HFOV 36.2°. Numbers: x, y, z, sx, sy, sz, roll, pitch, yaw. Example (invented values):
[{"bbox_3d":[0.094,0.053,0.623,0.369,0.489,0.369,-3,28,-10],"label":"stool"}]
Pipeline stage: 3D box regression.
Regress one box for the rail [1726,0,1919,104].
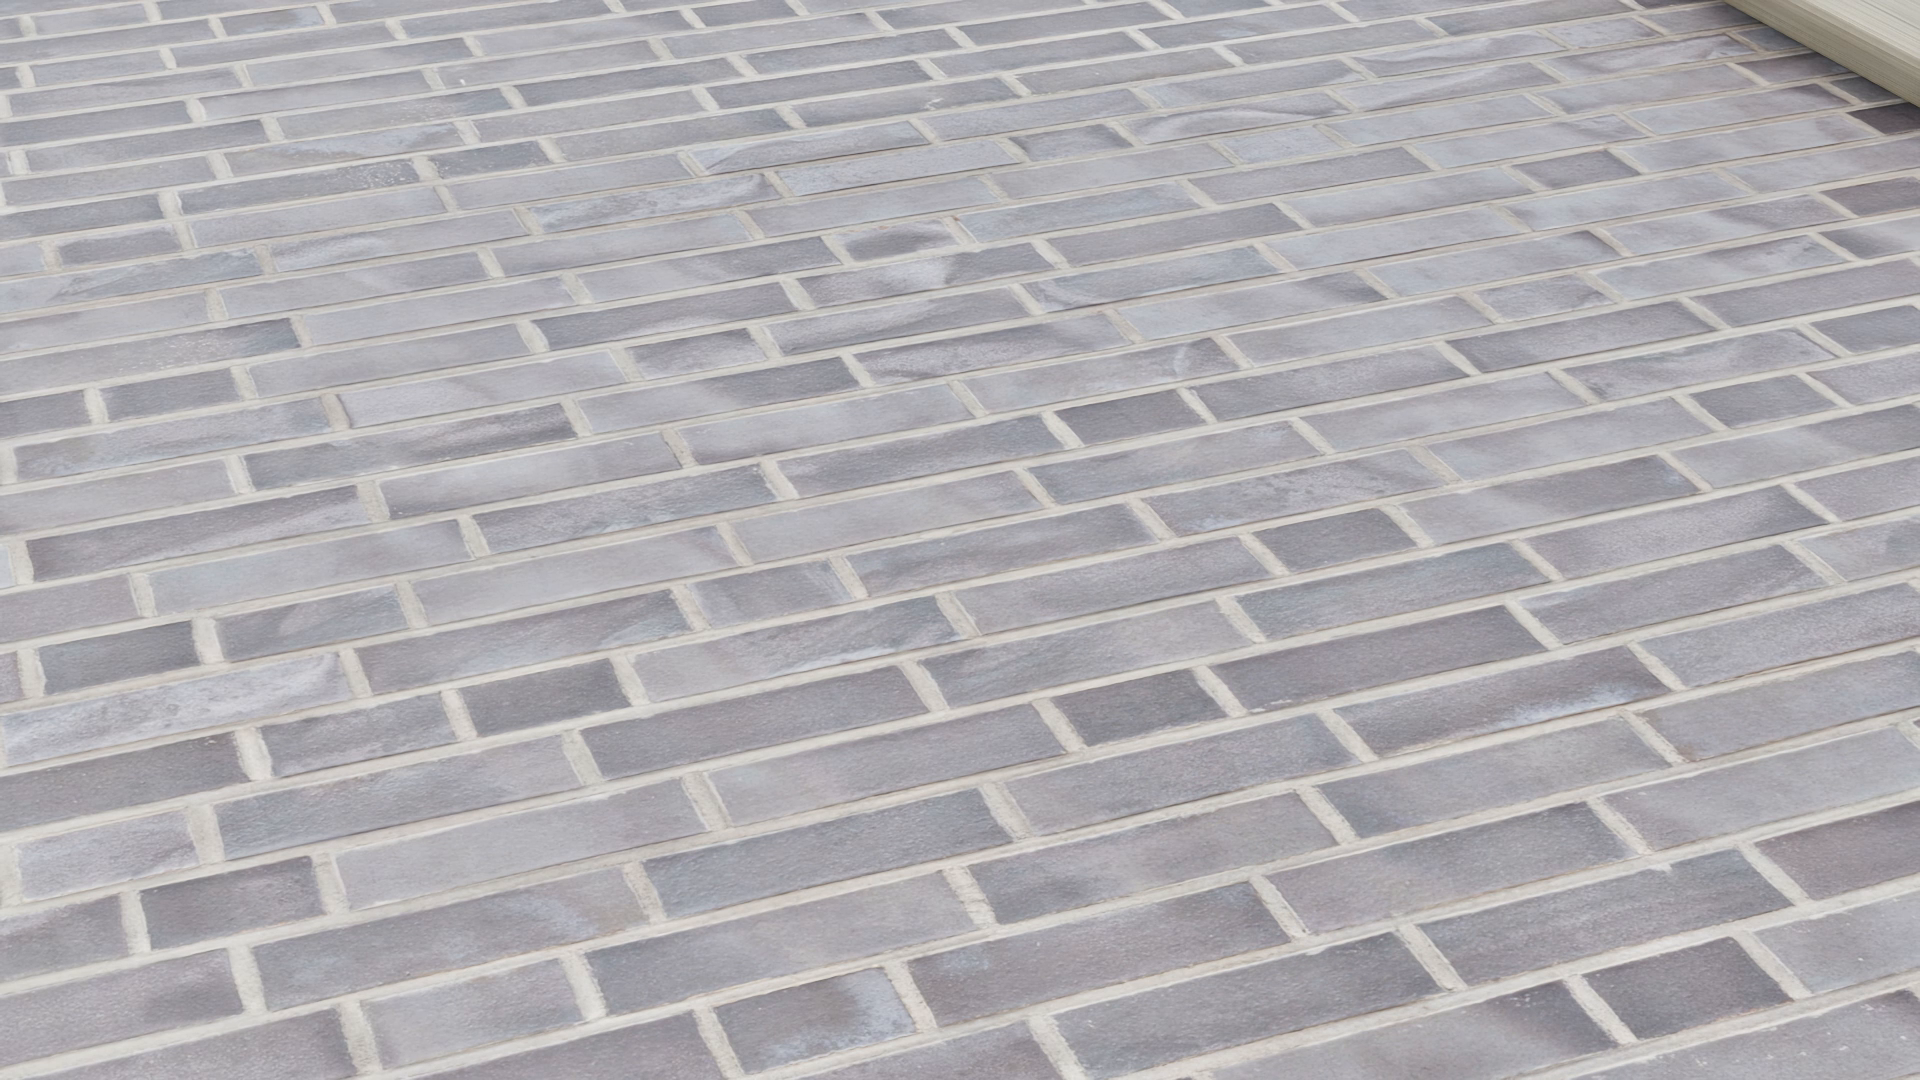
[{"bbox_3d":[0.587,-0.675,2.916,0.045,0.116,4.060,-11,31,-18],"label":"rail"}]
